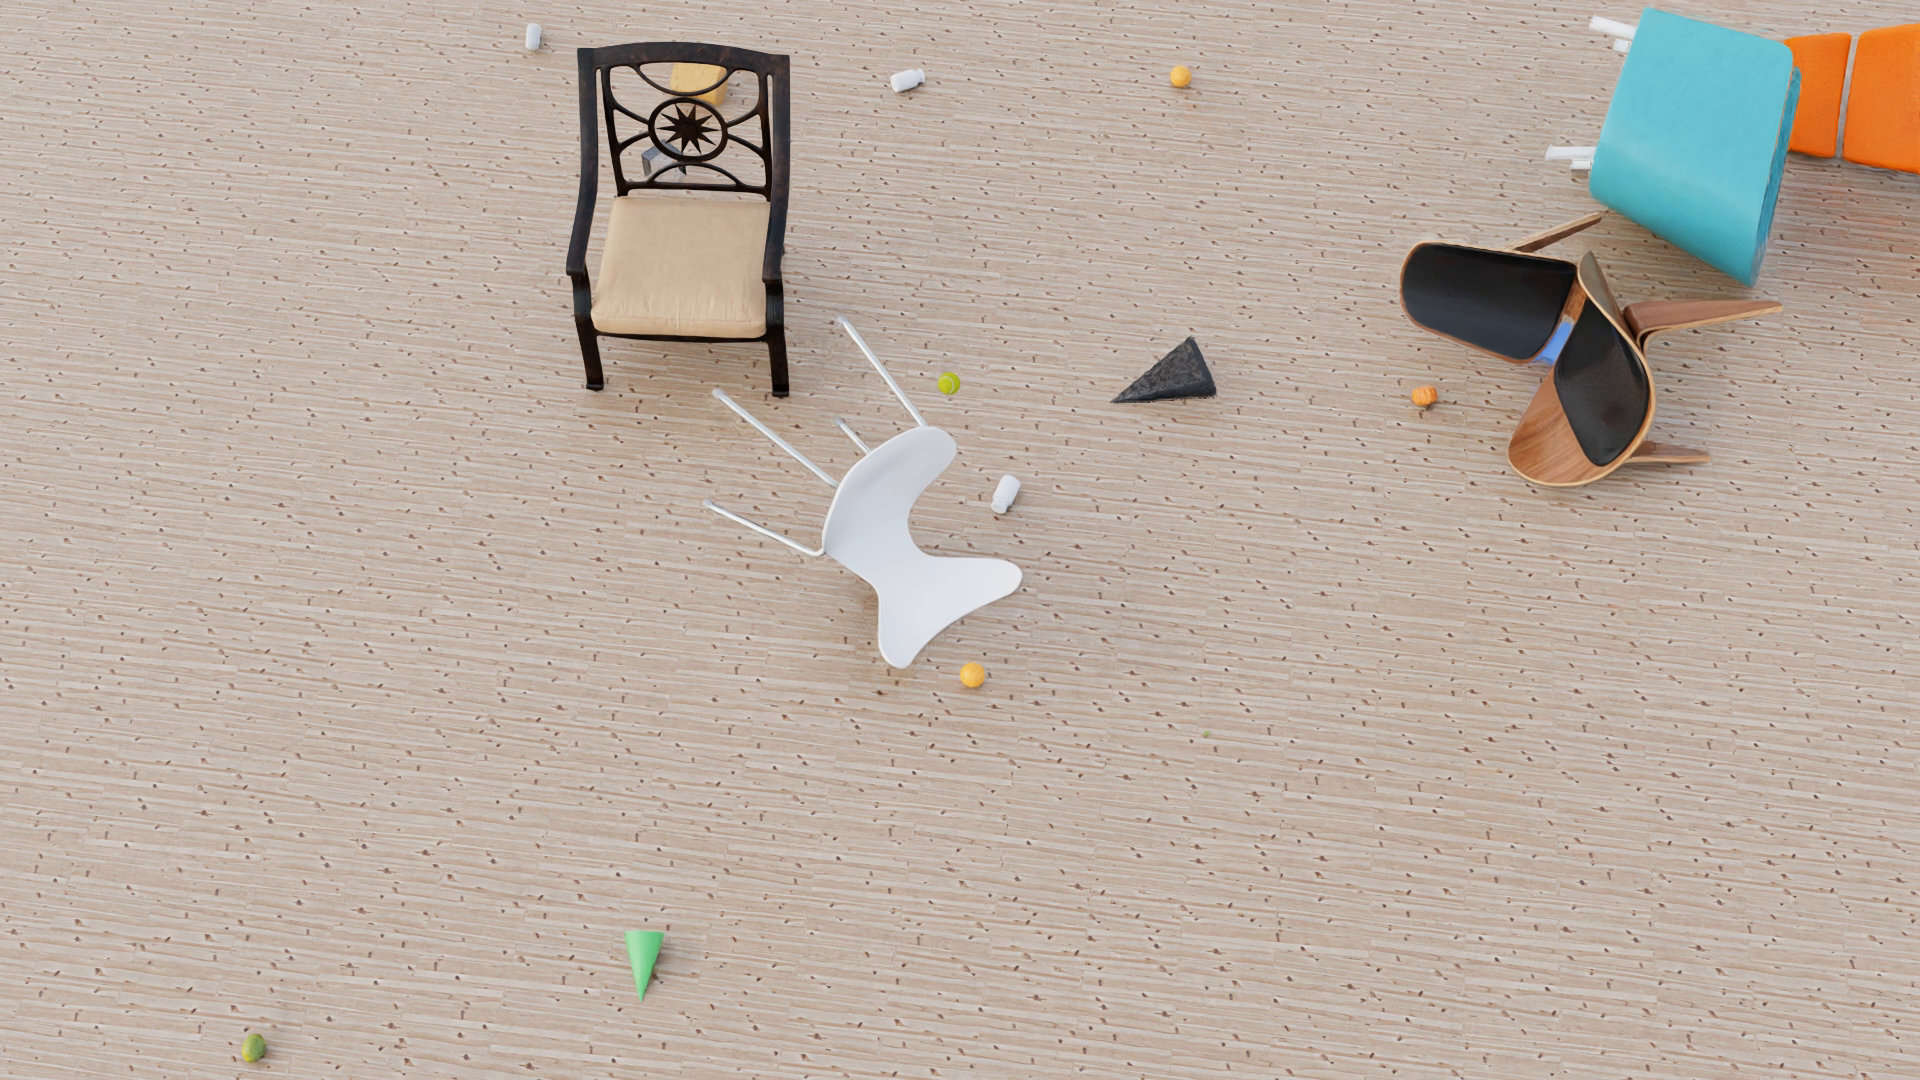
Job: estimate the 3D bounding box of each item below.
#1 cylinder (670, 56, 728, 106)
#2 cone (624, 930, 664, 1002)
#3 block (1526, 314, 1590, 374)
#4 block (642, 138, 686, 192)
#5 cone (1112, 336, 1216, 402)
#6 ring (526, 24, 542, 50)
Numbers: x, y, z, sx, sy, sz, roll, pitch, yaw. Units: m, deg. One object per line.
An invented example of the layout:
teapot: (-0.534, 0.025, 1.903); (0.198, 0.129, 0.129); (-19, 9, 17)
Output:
cylinder: (-0.895, -1.577, 7.549); (0.161, 0.138, 0.151); (11, 60, 7)
cone: (-0.835, 1.127, 5.788); (0.112, 0.098, 0.181); (-12, 68, 34)
block: (1.876, -0.614, 6.894); (0.157, 0.105, 0.123); (24, 90, 16)
block: (-0.989, -1.252, 7.348); (0.097, 0.110, 0.101); (38, 64, 22)
cone: (0.612, -0.487, 6.861); (0.317, 0.129, 0.217); (-22, 67, 0)
ring: (-1.498, -1.767, 7.720); (0.048, 0.068, 0.133); (6, 45, -13)
